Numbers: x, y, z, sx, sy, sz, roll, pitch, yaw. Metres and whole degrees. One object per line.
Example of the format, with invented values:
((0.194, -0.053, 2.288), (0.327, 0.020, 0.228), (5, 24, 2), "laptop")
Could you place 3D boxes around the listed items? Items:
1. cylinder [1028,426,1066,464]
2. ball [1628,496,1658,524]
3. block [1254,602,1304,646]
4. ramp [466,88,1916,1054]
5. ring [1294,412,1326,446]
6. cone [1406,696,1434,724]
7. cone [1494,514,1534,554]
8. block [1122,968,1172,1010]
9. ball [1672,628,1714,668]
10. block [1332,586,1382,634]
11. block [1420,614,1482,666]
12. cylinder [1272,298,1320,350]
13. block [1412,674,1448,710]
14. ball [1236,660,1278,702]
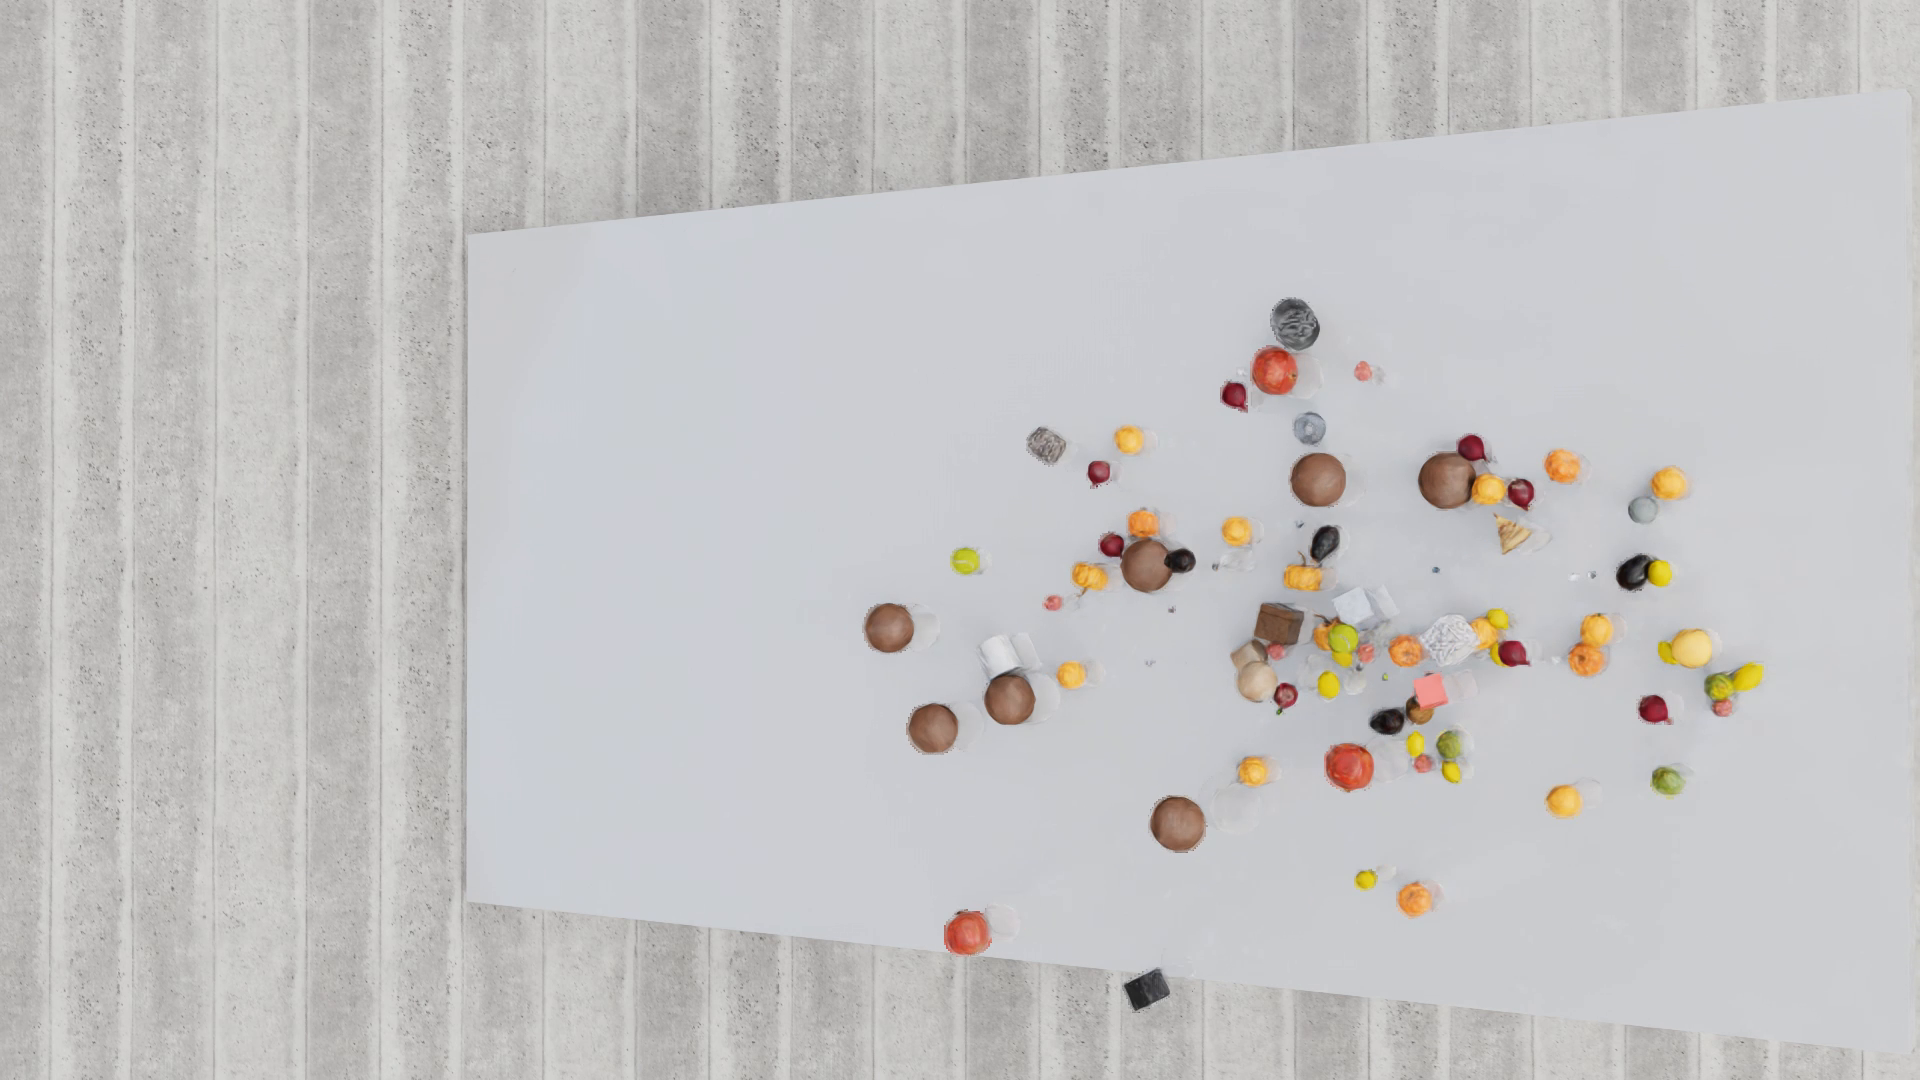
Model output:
((0.219, -0.239, 5.551), (0.070, 0.070, 0.070), (36, 90, 26), "cylinder")
((1.490, -0.065, 4.798), (0.062, 0.062, 0.062), (0, 89, 0), "ball")
((0.758, 0.199, 5.220), (0.080, 0.080, 0.080), (18, 99, 30), "block")
((0.267, 0.074, 5.618), (4.000, 0.100, 2.000), (0, 89, 31), "ramp")
((0.829, -0.264, 5.213), (0.080, 0.027, 0.080), (2, 94, 33), "ring")
((1.045, 0.391, 5.055), (0.068, 0.068, 0.068), (0, 89, 31), "cone")
((1.219, -0.026, 4.904), (0.085, 0.085, 0.085), (-40, 83, 0), "cone")
((0.453, 1.087, 5.324), (0.069, 0.069, 0.069), (-18, 77, -37), "block")
((1.574, 0.232, 4.727), (0.086, 0.086, 0.086), (0, 89, 0), "ball")
((0.924, 0.163, 5.110), (0.075, 0.075, 0.075), (-28, 65, 19), "block")
((1.097, 0.225, 4.921), (0.080, 0.080, 0.080), (-51, 57, 33), "block")
((0.783, -0.503, 5.126), (0.097, 0.097, 0.097), (0, 113, 1), "cylinder")
((1.064, 0.344, 4.973), (0.062, 0.062, 0.062), (-16, 74, 9), "block")
((0.688, 0.328, 5.091), (0.096, 0.096, 0.096), (0, 89, 0), "ball")
